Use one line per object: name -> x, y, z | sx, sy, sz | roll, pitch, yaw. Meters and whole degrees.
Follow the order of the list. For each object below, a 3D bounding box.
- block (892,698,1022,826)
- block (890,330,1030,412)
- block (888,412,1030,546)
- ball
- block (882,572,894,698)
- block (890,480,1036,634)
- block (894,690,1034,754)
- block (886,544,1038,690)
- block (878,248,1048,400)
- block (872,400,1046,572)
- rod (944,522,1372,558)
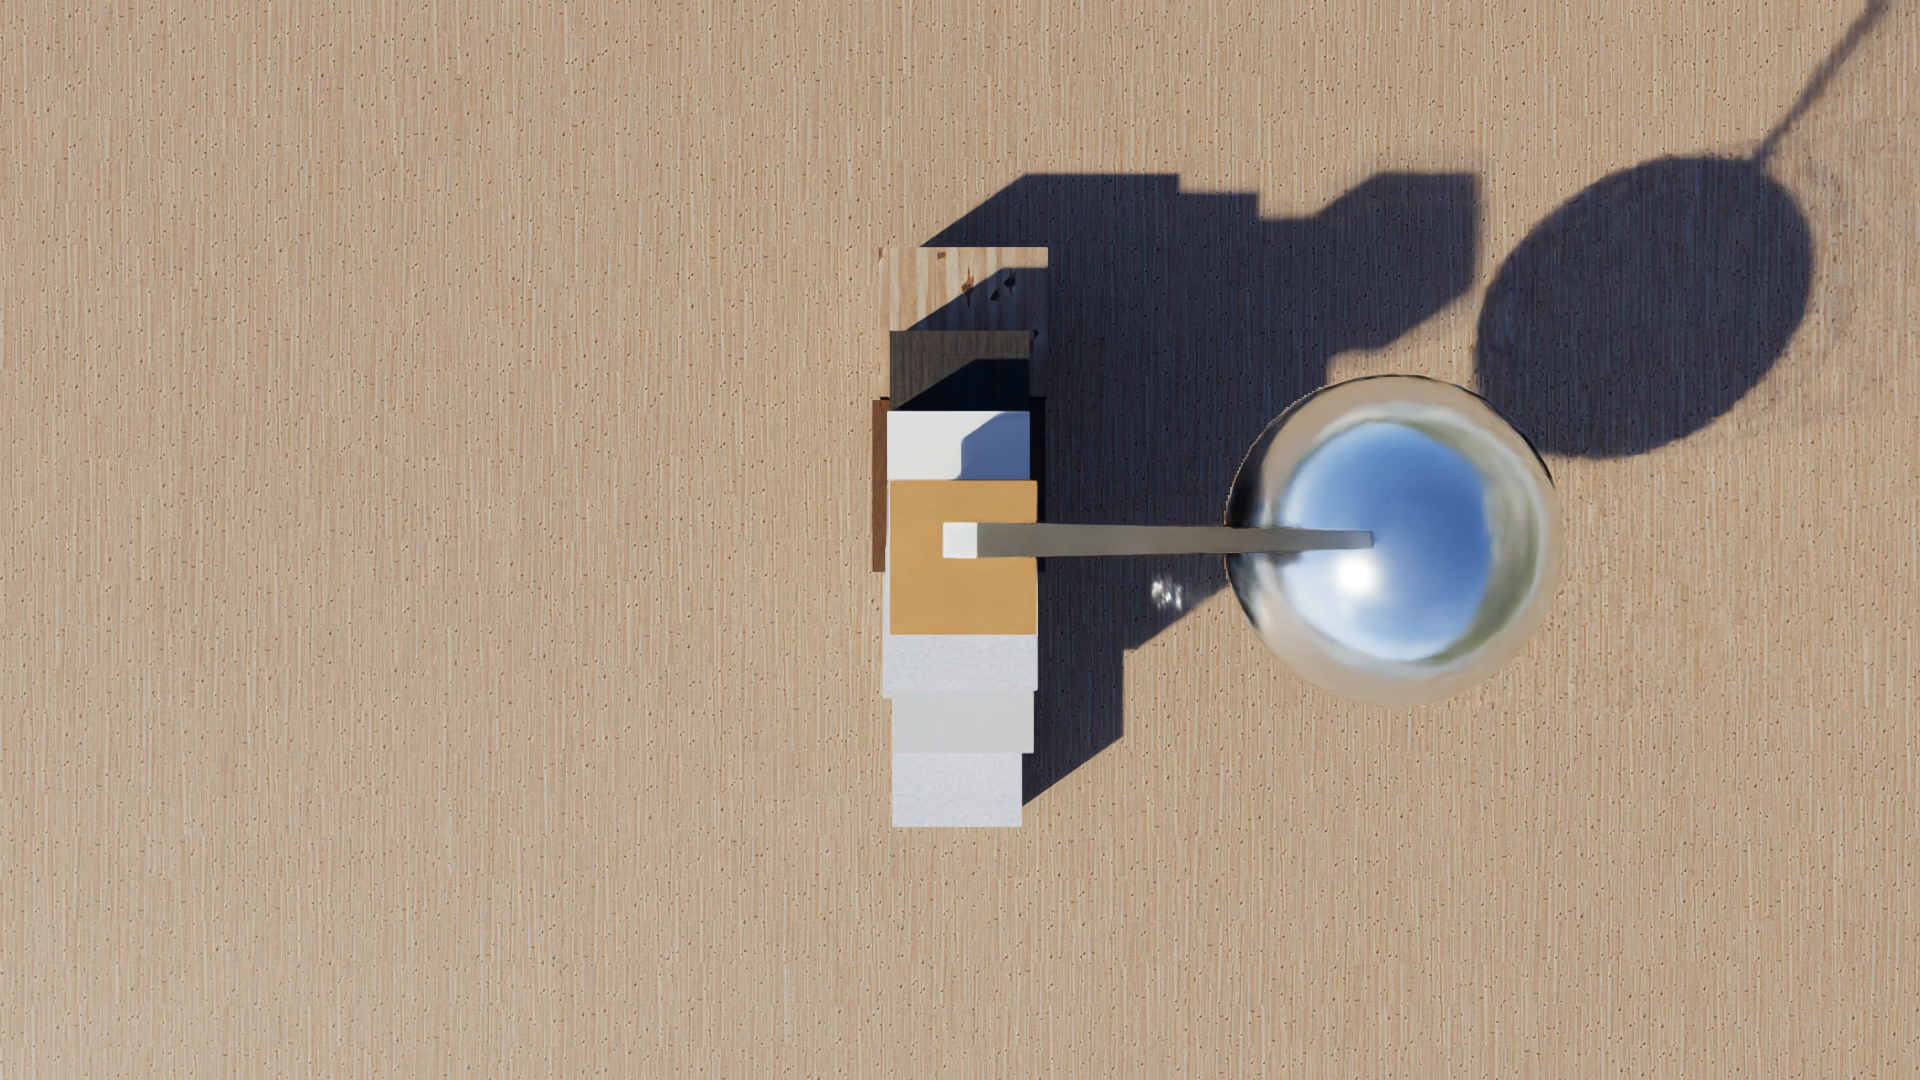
block -> -0.016, 1.240, 12.610 | 0.720, 0.779, 0.708 | 0, 90, 0
block -> -0.003, -0.742, 11.607 | 0.715, 0.729, 0.687 | 0, 93, 0
block -> -0.007, -0.312, 10.988 | 0.693, 0.549, 0.659 | 0, 93, 0
ball -> 2.074, 0.000, 10.553 | 1.600, 1.600, 1.600 | 0, 90, 0
block -> -0.011, 0.531, 12.590 | 0.837, 0.819, 0.689 | 0, 90, 0
block -> 0.013, 0.072, 9.942 | 0.641, 0.747, 0.673 | 0, 91, 0
block -> 0.018, 0.745, 11.820 | 0.731, 0.718, 0.723 | 0, 91, 0
block -> 0.007, 0.376, 11.101 | 0.745, 0.704, 0.707 | 0, 91, 0
block -> 0.018, -1.187, 12.485 | 0.920, 1.030, 0.812 | 0, 90, 0
block -> -0.006, -0.297, 12.553 | 0.952, 0.894, 0.948 | 0, 90, 0
rod -> 0.899, 0.000, 7.363 | 0.080, 5.200, 0.080 | 0, 90, 20
